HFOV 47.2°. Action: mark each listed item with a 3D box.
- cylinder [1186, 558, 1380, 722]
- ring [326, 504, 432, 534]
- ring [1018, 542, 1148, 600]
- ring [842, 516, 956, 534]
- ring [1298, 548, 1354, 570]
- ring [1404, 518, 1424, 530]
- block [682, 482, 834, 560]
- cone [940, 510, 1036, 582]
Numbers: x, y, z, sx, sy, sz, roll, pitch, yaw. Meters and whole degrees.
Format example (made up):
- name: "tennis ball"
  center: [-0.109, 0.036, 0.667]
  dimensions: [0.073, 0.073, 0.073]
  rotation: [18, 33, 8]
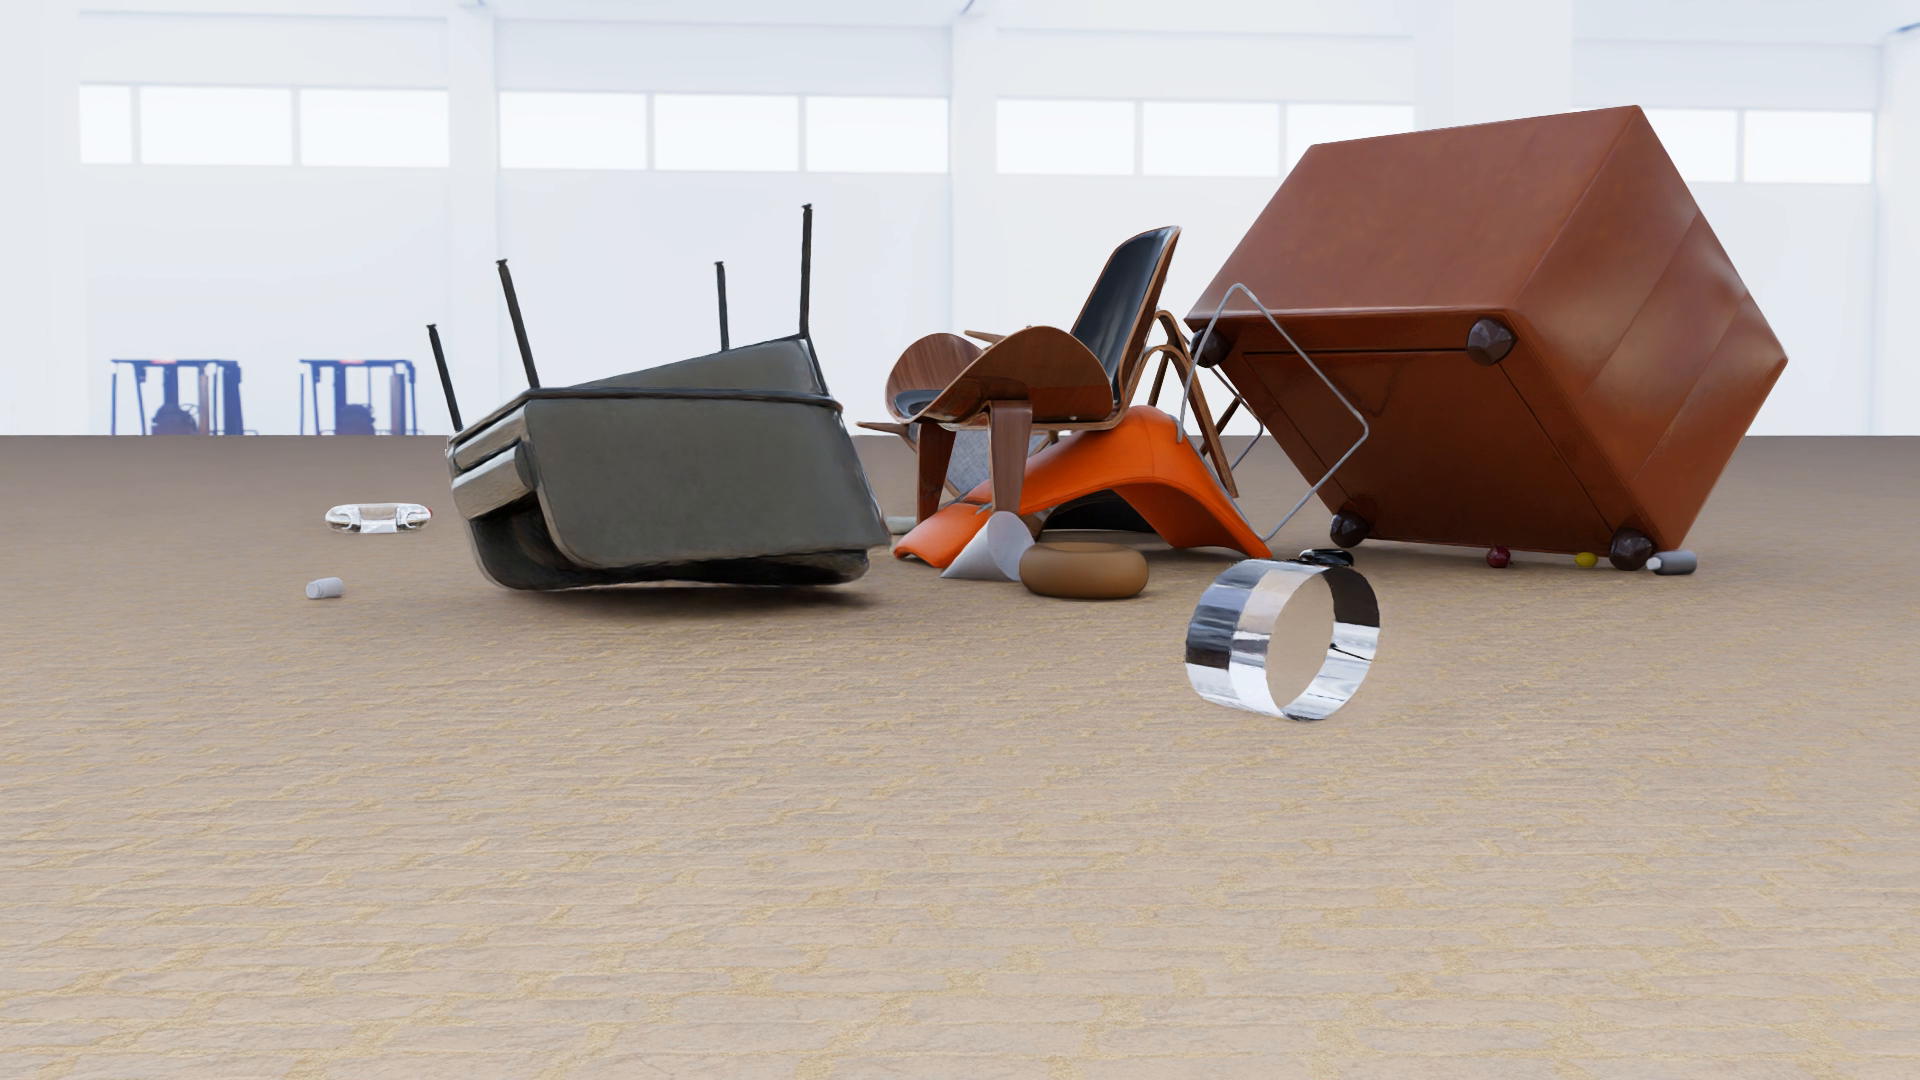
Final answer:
- name: "cylinder"
  center: [0.446, 0.136, 3.051]
  dimensions: [0.177, 0.226, 0.179]
  rotation: [41, -17, -26]
- name: "ring"
  center: [-1.839, -0.069, 6.953]
  dimensions: [0.324, 0.084, 0.328]
  rotation: [0, 3, 14]
- name: "ring"
  center: [0.270, 0.066, 4.838]
  dimensions: [0.266, 0.104, 0.413]
  rotation: [-2, 5, -17]
- name: "ring"
  center: [-0.186, -0.045, 6.855]
  dimensions: [0.387, 0.048, 0.168]
  rotation: [-2, 4, -26]
- name: "ring"
  center: [0.892, 0.054, 5.358]
  dimensions: [0.125, 0.056, 0.217]
  rotation: [-2, 3, -7]
- name: "ring"
  center: [1.453, -0.049, 7.031]
  dimensions: [0.067, 0.032, 0.111]
  rotation: [2, 5, 14]
- name: "block"
  center: [-0.552, -0.055, 5.997]
  dimensions: [0.275, 0.185, 0.315]
  rotation: [-3, 5, -41]
- name: "cone"
  center: [0.037, 0.052, 5.197]
  dimensions: [0.205, 0.175, 0.275]
  rotation: [-24, 1, 24]
